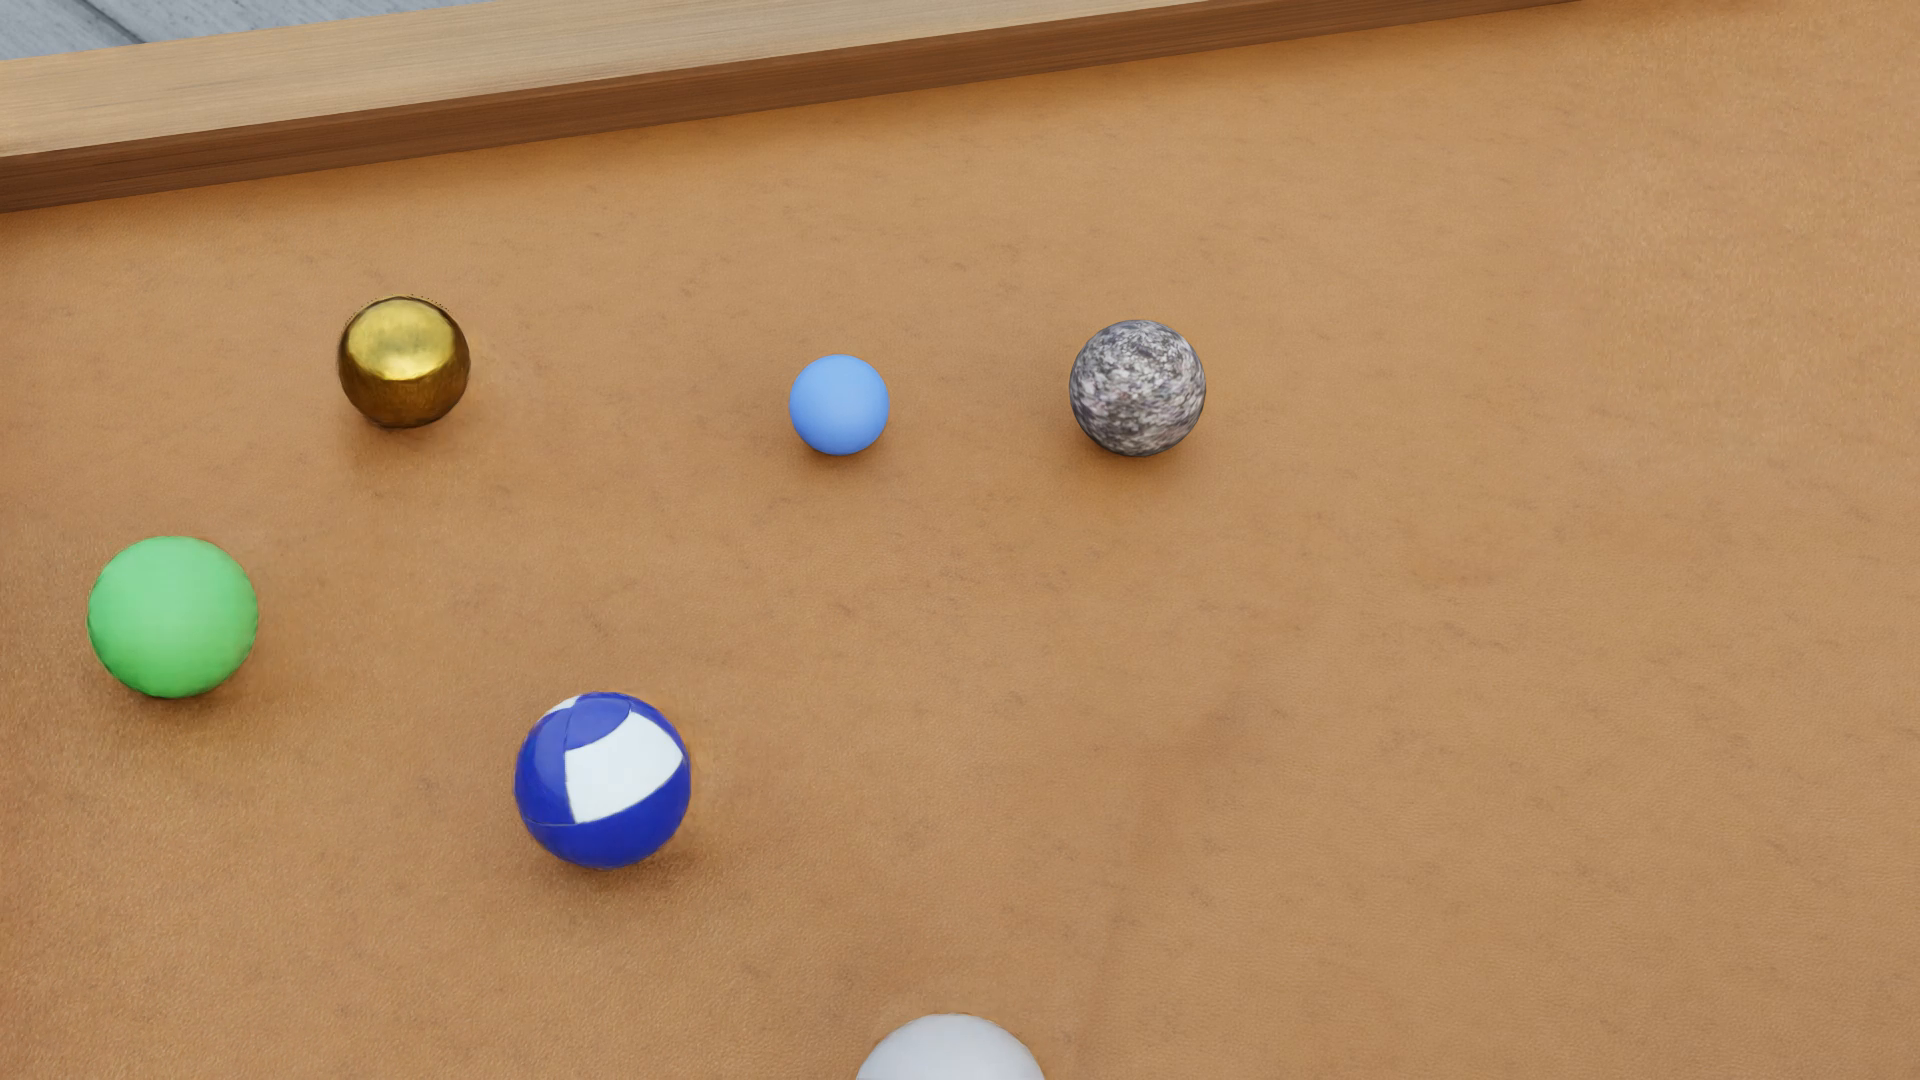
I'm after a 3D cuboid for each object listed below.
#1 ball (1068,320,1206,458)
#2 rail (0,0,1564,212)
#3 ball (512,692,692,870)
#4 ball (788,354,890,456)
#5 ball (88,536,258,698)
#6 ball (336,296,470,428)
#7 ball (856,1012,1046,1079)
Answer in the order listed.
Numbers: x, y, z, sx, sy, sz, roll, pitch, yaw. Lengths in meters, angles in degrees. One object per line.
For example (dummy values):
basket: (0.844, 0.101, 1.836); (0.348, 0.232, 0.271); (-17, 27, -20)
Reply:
ball: (0.120, -0.103, 1.735); (0.093, 0.093, 0.093); (0, 35, 0)
rail: (0.401, -0.509, 2.282); (2.557, 0.126, 0.045); (-10, 36, -14)
ball: (-0.195, 0.131, 1.399); (0.097, 0.097, 0.097); (0, 35, 0)
ball: (-0.082, -0.092, 1.740); (0.068, 0.068, 0.068); (0, 35, 0)
ball: (-0.466, 0.045, 1.521); (0.097, 0.097, 0.097); (0, 35, 0)
ball: (-0.382, -0.122, 1.764); (0.091, 0.091, 0.091); (0, 35, 0)
ball: (-0.004, 0.270, 1.201); (0.096, 0.096, 0.096); (0, 35, 0)
